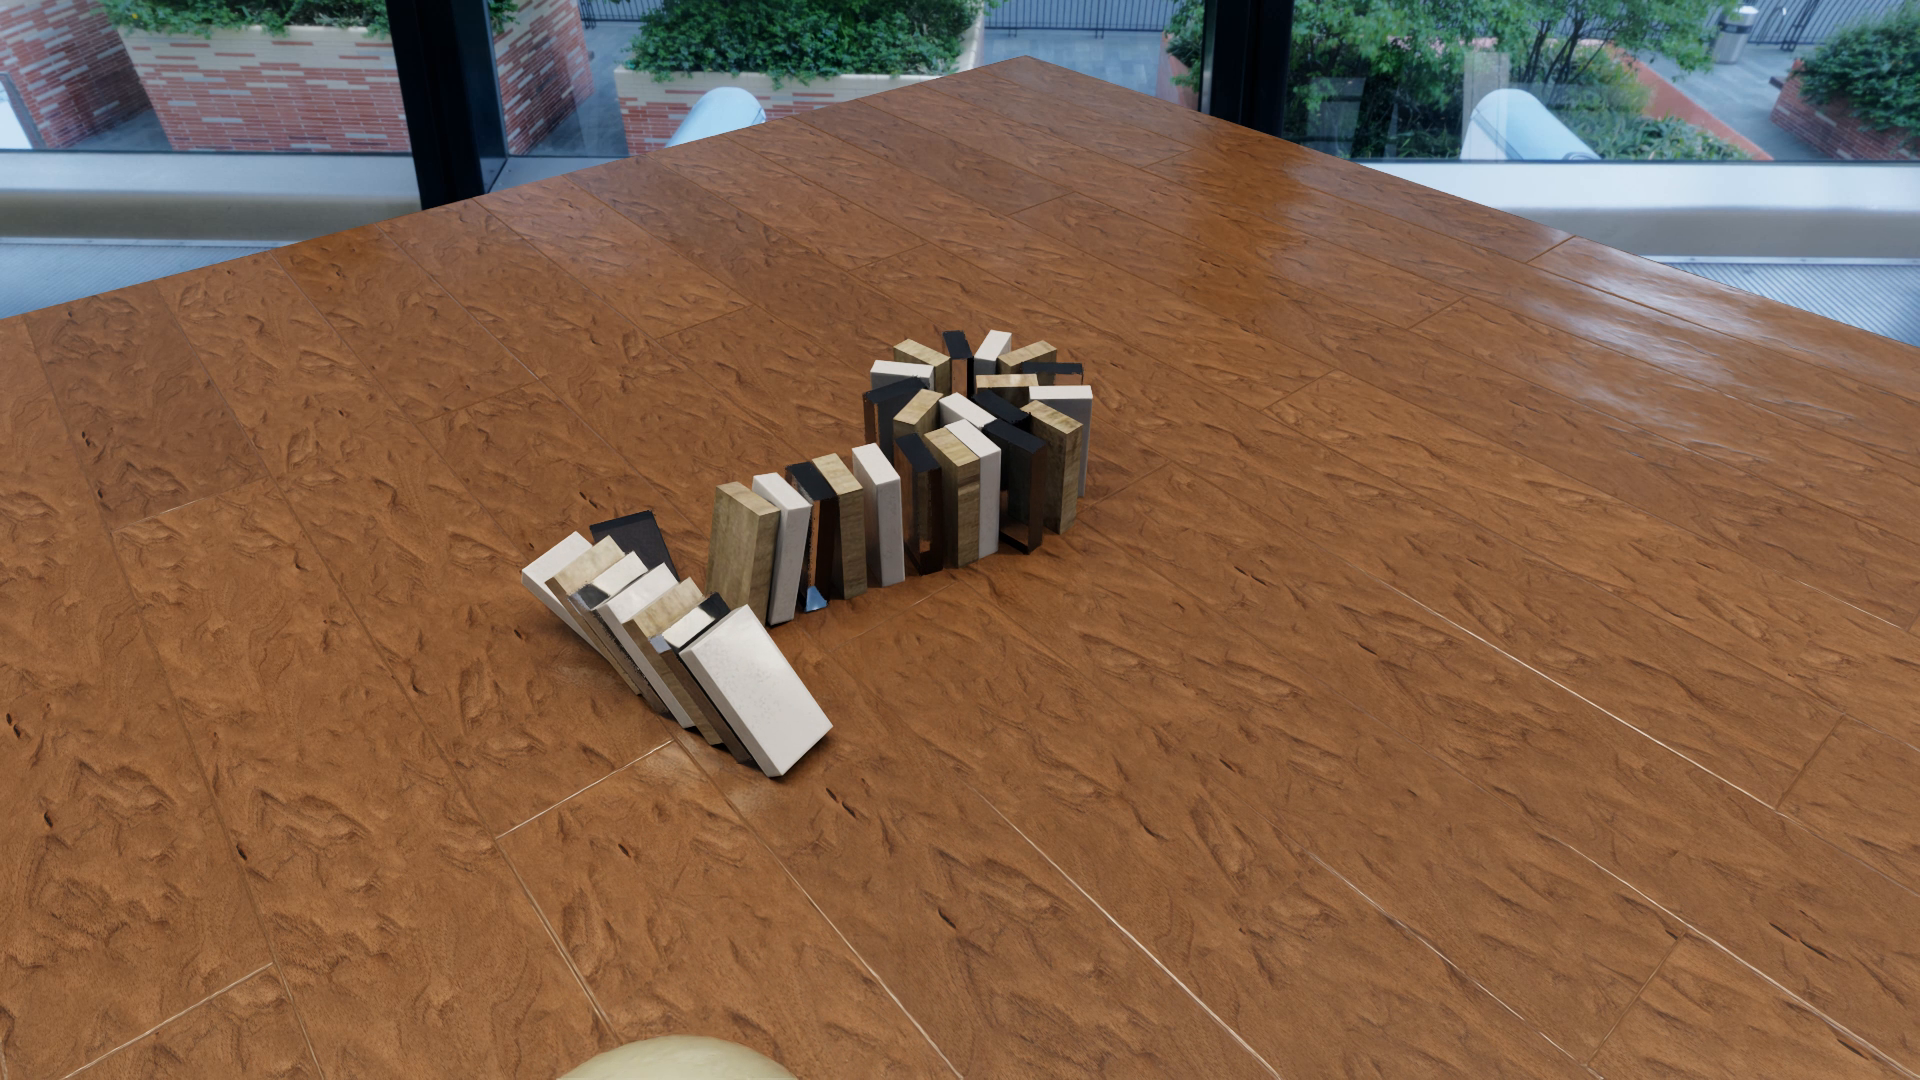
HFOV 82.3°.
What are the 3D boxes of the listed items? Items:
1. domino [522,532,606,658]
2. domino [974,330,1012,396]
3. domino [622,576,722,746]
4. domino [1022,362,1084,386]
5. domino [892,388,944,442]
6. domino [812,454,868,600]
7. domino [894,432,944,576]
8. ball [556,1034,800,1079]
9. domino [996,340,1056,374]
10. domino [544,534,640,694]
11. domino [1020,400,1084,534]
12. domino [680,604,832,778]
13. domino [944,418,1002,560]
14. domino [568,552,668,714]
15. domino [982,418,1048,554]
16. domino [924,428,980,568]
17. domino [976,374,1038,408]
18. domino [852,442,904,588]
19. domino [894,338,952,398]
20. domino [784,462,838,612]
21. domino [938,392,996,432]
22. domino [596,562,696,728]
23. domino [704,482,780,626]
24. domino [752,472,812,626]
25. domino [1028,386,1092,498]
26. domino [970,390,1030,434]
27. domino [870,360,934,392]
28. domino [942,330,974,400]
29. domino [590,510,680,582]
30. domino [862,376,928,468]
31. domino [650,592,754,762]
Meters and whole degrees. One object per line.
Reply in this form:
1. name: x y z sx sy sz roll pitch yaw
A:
1. domino: -0.131 0.022 0.399 0.050 0.010 0.025 40 52 6
2. domino: 0.014 -0.065 0.491 0.009 0.050 0.025 12 41 14
3. domino: -0.087 0.040 0.367 0.009 0.050 0.025 -21 16 48
4. domino: 0.039 -0.053 0.476 0.025 0.050 0.010 2 39 2
5. domino: -0.017 -0.034 0.453 0.009 0.050 0.025 17 42 20
6. domino: -0.045 -0.005 0.417 0.010 0.050 0.025 -18 43 -22
7. domino: -0.016 -0.013 0.428 0.010 0.050 0.025 -16 42 -18
8. ball: -0.058 0.141 0.216 0.080 0.080 0.080 0 39 0
9. domino: 0.029 -0.061 0.485 0.025 0.050 0.009 -24 45 -27
10. domino: -0.118 0.026 0.384 0.010 0.050 0.025 -21 19 48
11. domino: 0.036 -0.029 0.447 0.010 0.050 0.025 -32 49 -33
12. domino: -0.066 0.049 0.356 0.009 0.050 0.025 -20 17 49
13. domino: 0.005 -0.020 0.436 0.010 0.050 0.025 -22 44 -25
14. domino: -0.108 0.032 0.377 0.009 0.050 0.025 -21 18 48
15. domino: 0.021 -0.021 0.437 0.025 0.050 0.010 30 48 31
16. domino: -0.003 -0.016 0.431 0.010 0.050 0.025 -22 44 -24
17. domino: 0.019 -0.046 0.468 0.025 0.050 0.010 -2 39 -2
18. domino: -0.031 -0.009 0.423 0.010 0.050 0.025 -16 42 -19
19. domino: -0.016 -0.061 0.486 0.025 0.050 0.010 29 48 31
20. domino: -0.057 -0.001 0.412 0.010 0.050 0.025 -13 40 -29
21. domino: 0.003 -0.032 0.451 0.009 0.050 0.025 -27 46 -29
22. domino: -0.097 0.036 0.372 0.009 0.050 0.025 -21 16 48
23. domino: -0.080 0.007 0.403 0.025 0.050 0.009 31 32 32
24. domino: -0.069 0.003 0.407 0.010 0.050 0.025 -12 39 -38
25. domino: 0.041 -0.041 0.461 0.025 0.050 0.010 -1 39 -1
26. domino: 0.016 -0.034 0.453 0.010 0.050 0.025 -27 47 -29
27. domino: -0.024 -0.052 0.475 0.025 0.050 0.009 7 40 8
28. domino: -0.001 -0.065 0.491 0.010 0.050 0.025 -7 40 -8
29. domino: -0.128 0.009 0.433 0.025 0.009 0.050 -17 42 -19
30. domino: -0.026 -0.042 0.462 0.025 0.050 0.010 -22 44 -25
31. domino: -0.076 0.045 0.361 0.010 0.050 0.025 -21 16 48
